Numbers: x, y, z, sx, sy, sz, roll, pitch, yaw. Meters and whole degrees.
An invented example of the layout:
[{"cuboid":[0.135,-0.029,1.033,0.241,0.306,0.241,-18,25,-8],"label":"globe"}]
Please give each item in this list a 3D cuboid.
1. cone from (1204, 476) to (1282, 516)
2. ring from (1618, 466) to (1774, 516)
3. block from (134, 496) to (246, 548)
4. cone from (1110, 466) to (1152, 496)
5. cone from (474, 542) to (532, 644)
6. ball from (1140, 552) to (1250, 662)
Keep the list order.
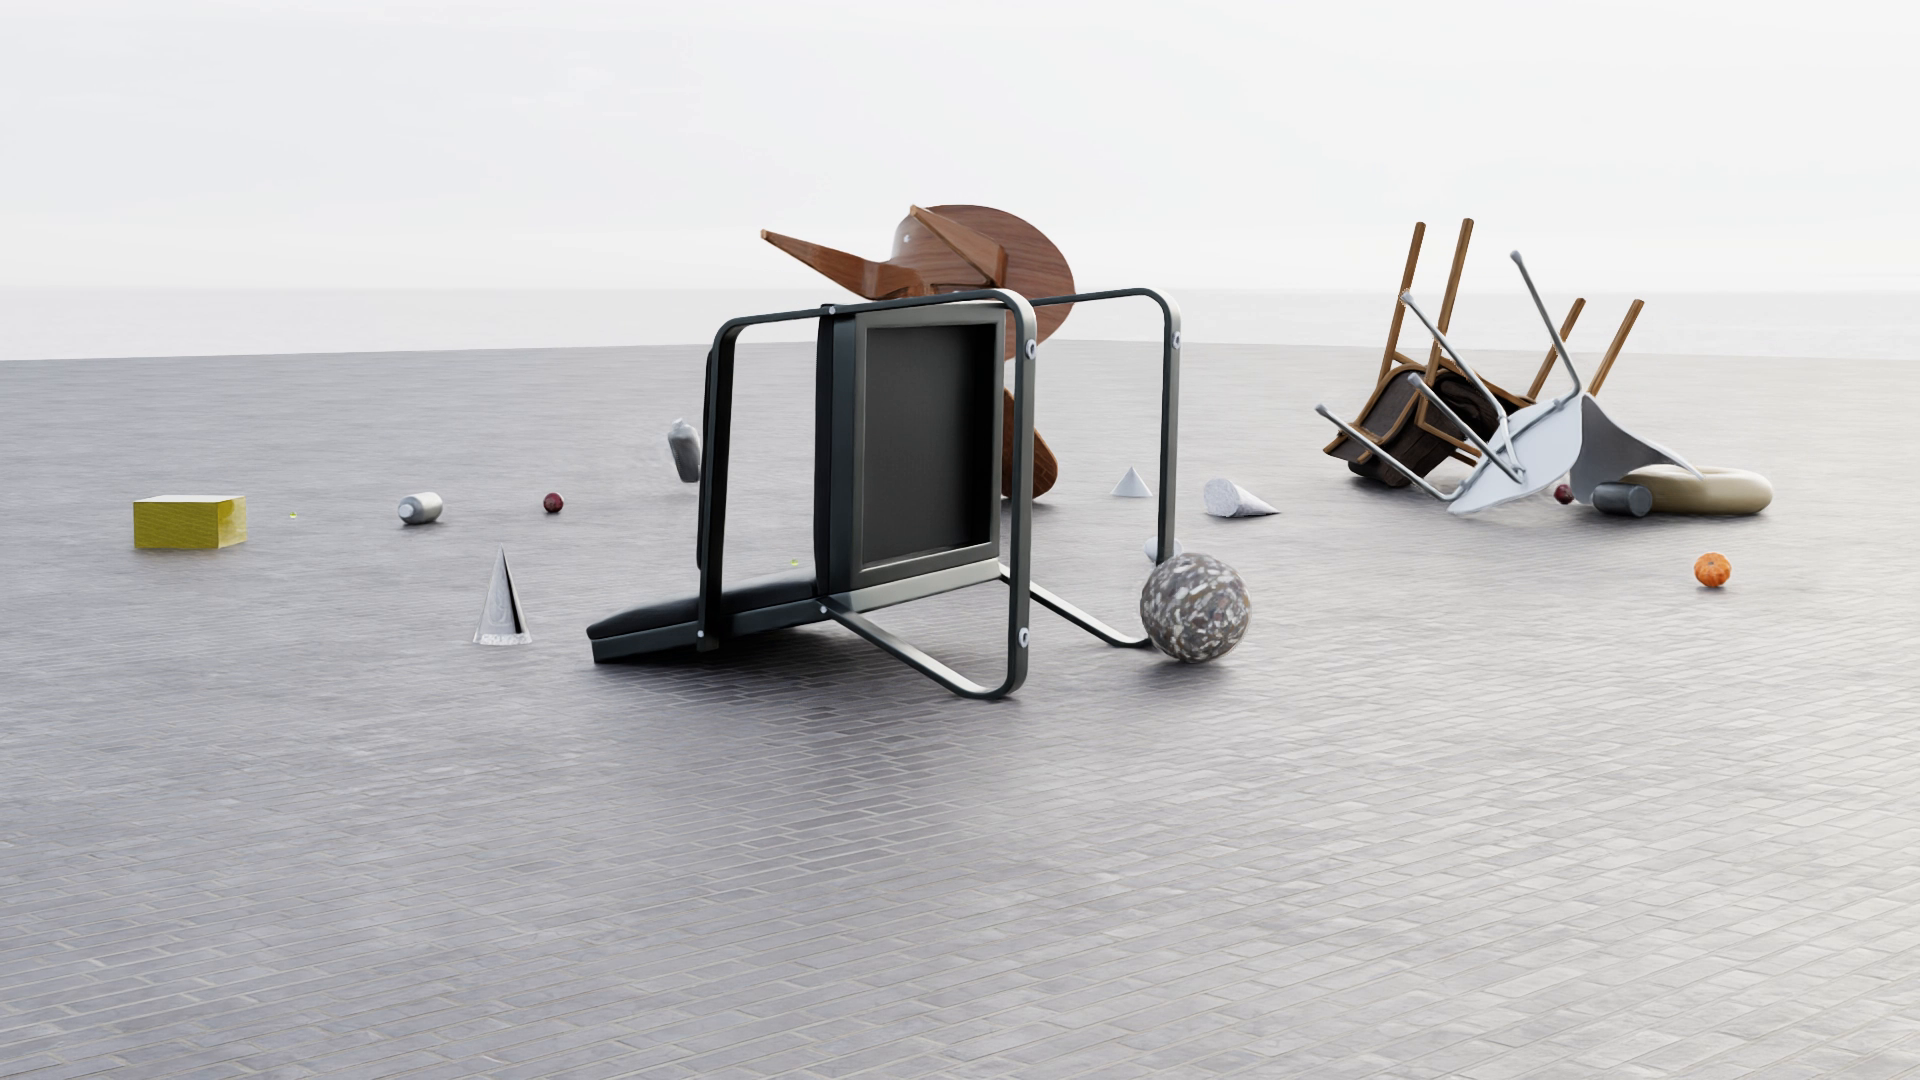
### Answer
[{"cuboid":[0.808,-0.097,7.100,0.197,0.103,0.239,14,8,-21],"label":"cone"},{"cuboid":[2.067,-0.140,7.220,0.361,0.115,0.451,-5,9,-38],"label":"ring"},{"cuboid":[-1.892,-0.046,6.310,0.212,0.112,0.181,1,6,6],"label":"block"},{"cuboid":[0.518,-0.181,7.746,0.104,0.087,0.177,-3,7,-28],"label":"cone"},{"cuboid":[-0.827,0.092,4.630,0.111,0.182,0.094,3,7,28],"label":"cone"},{"cuboid":[0.402,0.114,4.385,0.188,0.188,0.188,0,6,0],"label":"ball"}]
